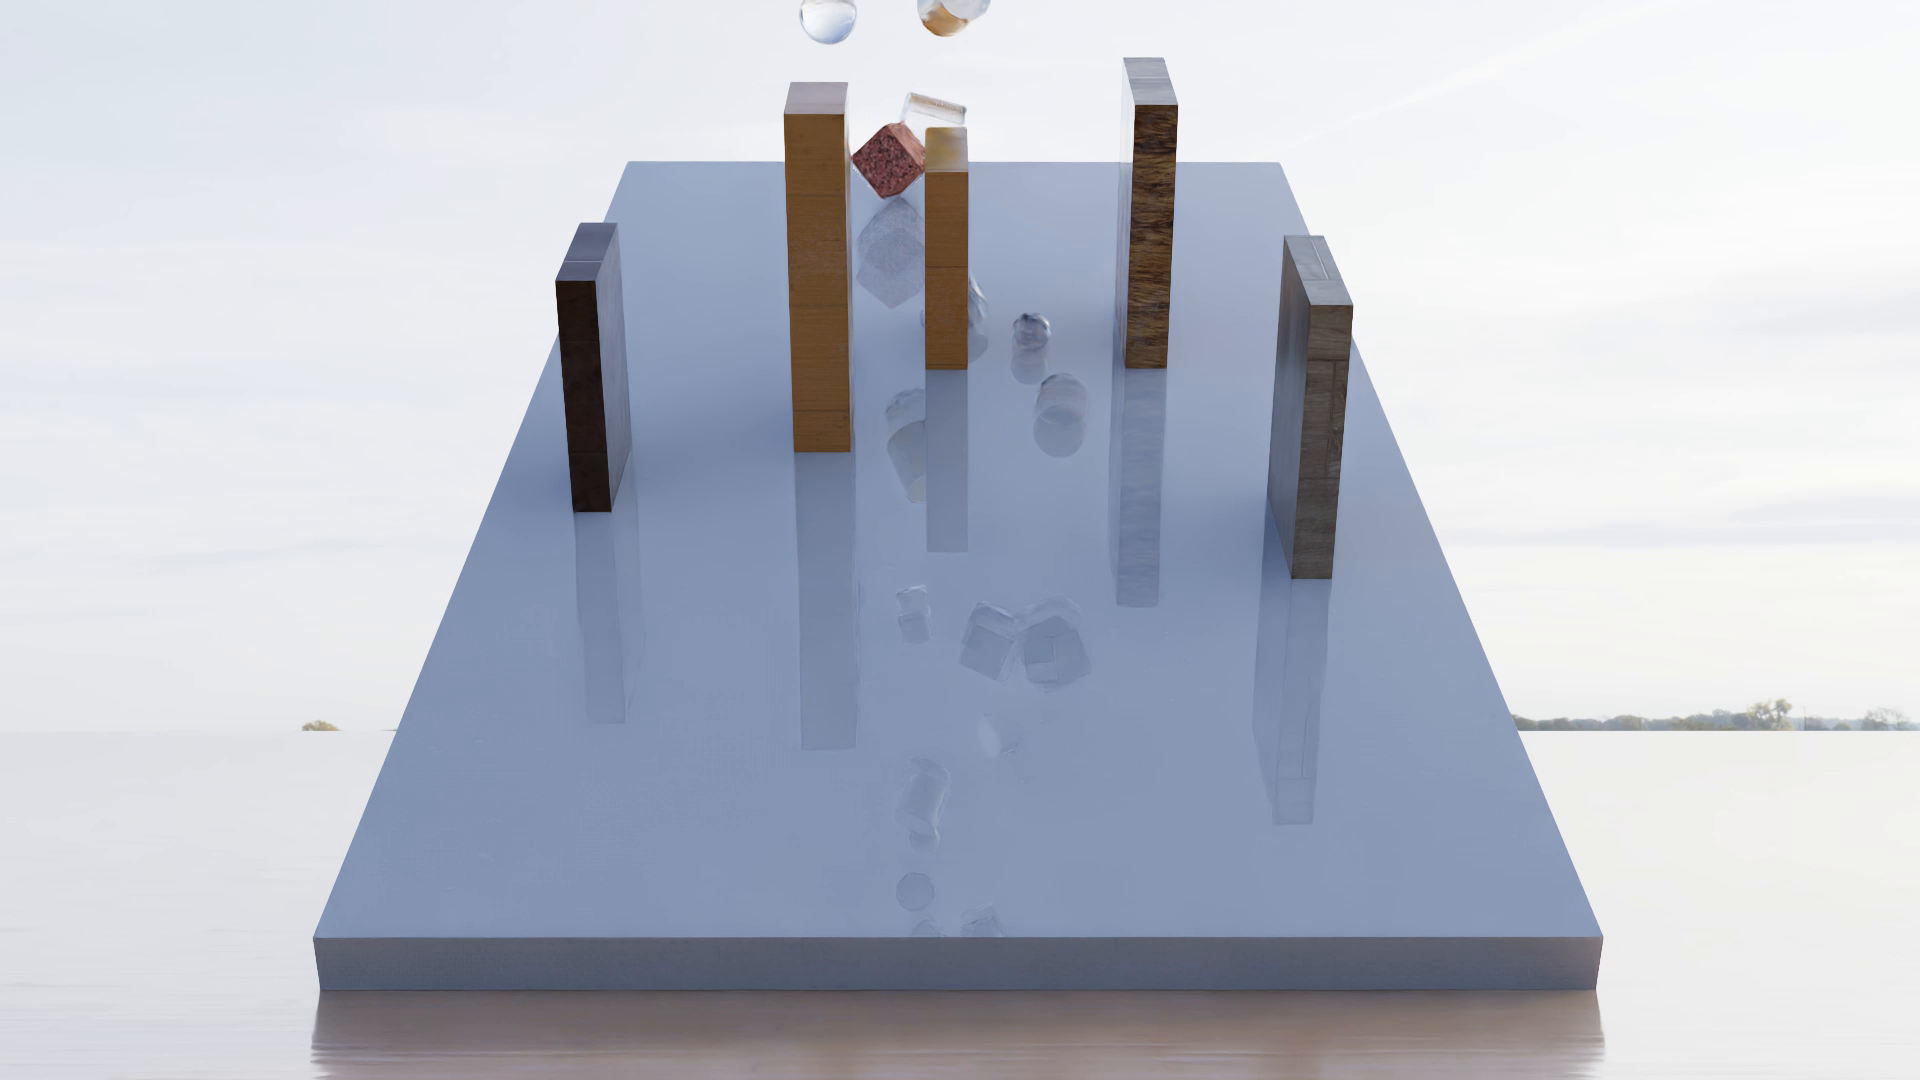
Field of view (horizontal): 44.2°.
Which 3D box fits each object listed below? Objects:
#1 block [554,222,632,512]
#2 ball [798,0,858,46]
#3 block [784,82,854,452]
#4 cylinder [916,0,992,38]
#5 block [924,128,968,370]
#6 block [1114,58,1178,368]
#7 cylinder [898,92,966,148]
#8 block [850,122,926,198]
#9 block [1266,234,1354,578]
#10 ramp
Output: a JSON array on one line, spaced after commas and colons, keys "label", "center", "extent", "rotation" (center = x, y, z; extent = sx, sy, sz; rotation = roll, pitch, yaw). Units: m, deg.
[{"label": "block", "center": [-0.781, -0.373, 5.062], "extent": [0.082, 0.520, 0.365], "rotation": [0, 26, 0]}, {"label": "ball", "center": [-0.381, -1.521, 6.844], "extent": [0.172, 0.172, 0.172], "rotation": [0, -4, 0]}, {"label": "block", "center": [-0.308, -0.601, 5.235], "extent": [0.127, 0.777, 0.251], "rotation": [0, 26, 0]}, {"label": "cylinder", "center": [-0.018, -1.624, 7.115], "extent": [0.173, 0.173, 0.173], "rotation": [2, -6, -23]}, {"label": "block", "center": [-0.033, -0.717, 5.785], "extent": [0.103, 0.497, 0.361], "rotation": [0, 26, 0]}, {"label": "block", "center": [0.453, -0.805, 5.787], "extent": [0.101, 0.655, 0.422], "rotation": [0, 26, 0]}, {"label": "cylinder", "center": [-0.091, -1.260, 7.196], "extent": [0.176, 0.176, 0.176], "rotation": [13, -7, -10]}, {"label": "block", "center": [-0.196, -1.104, 6.854], "extent": [0.150, 0.150, 0.150], "rotation": [-39, -2, 23]}, {"label": "block", "center": [0.706, -0.274, 4.797], "extent": [0.081, 0.585, 0.405], "rotation": [0, 26, 0]}, {"label": "ramp", "center": [-0.010, -0.228, 5.472], "extent": [2.000, 0.100, 4.000], "rotation": [0, 26, 0]}]
